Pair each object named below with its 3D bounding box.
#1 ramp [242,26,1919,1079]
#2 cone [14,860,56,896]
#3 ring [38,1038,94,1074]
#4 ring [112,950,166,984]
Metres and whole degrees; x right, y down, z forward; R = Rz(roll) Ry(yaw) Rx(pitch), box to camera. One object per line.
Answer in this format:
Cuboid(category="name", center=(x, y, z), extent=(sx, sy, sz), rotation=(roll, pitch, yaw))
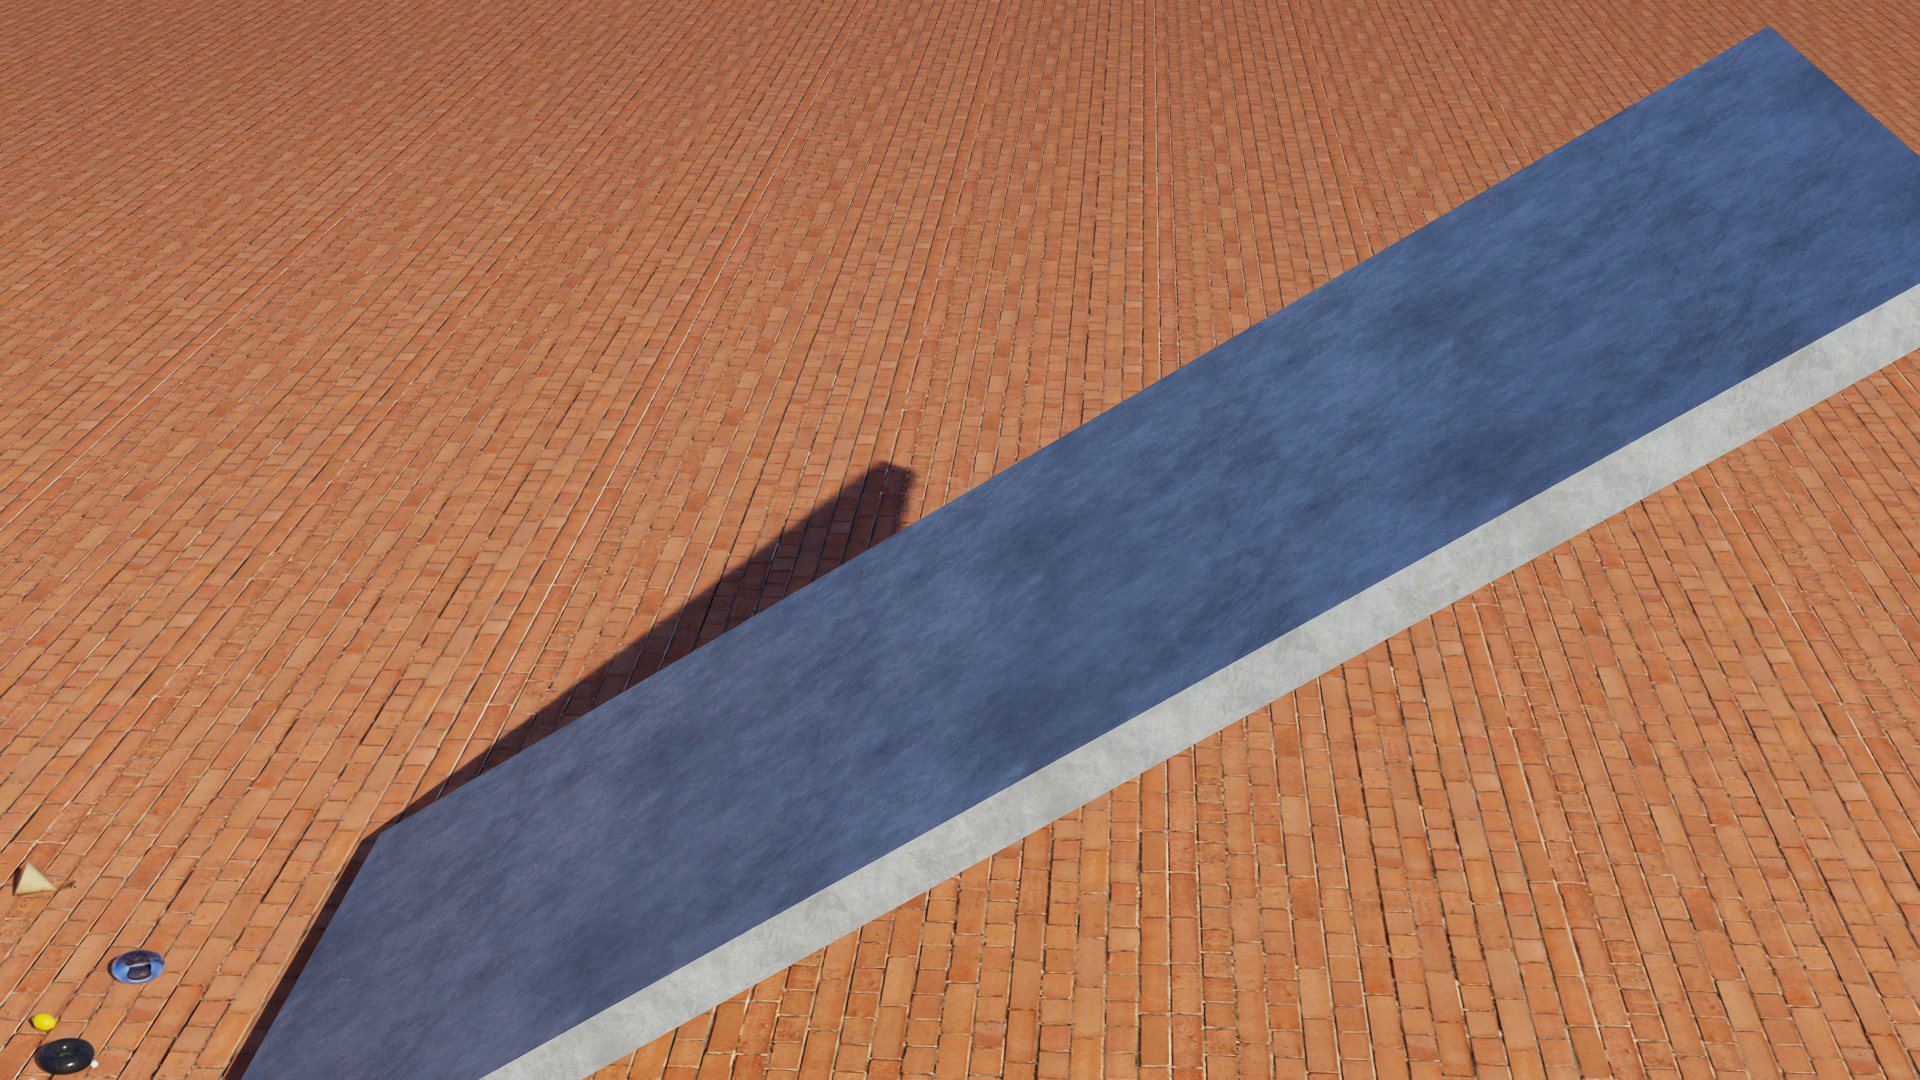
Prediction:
Cuboid(category="ramp", center=(0.141, 0.169, 6.292), extent=(4.000, 0.100, 2.000), rotation=(-30, 15, 13))
Cuboid(category="cone", center=(-2.362, 0.881, 7.541), extent=(0.096, 0.096, 0.096), rotation=(22, 13, -19))
Cuboid(category="ring", center=(-2.040, 1.178, 6.717), extent=(0.125, 0.042, 0.125), rotation=(1, 21, 0))
Cuboid(category="ring", center=(-1.989, 1.033, 7.121), extent=(0.126, 0.042, 0.126), rotation=(1, 21, 0))
